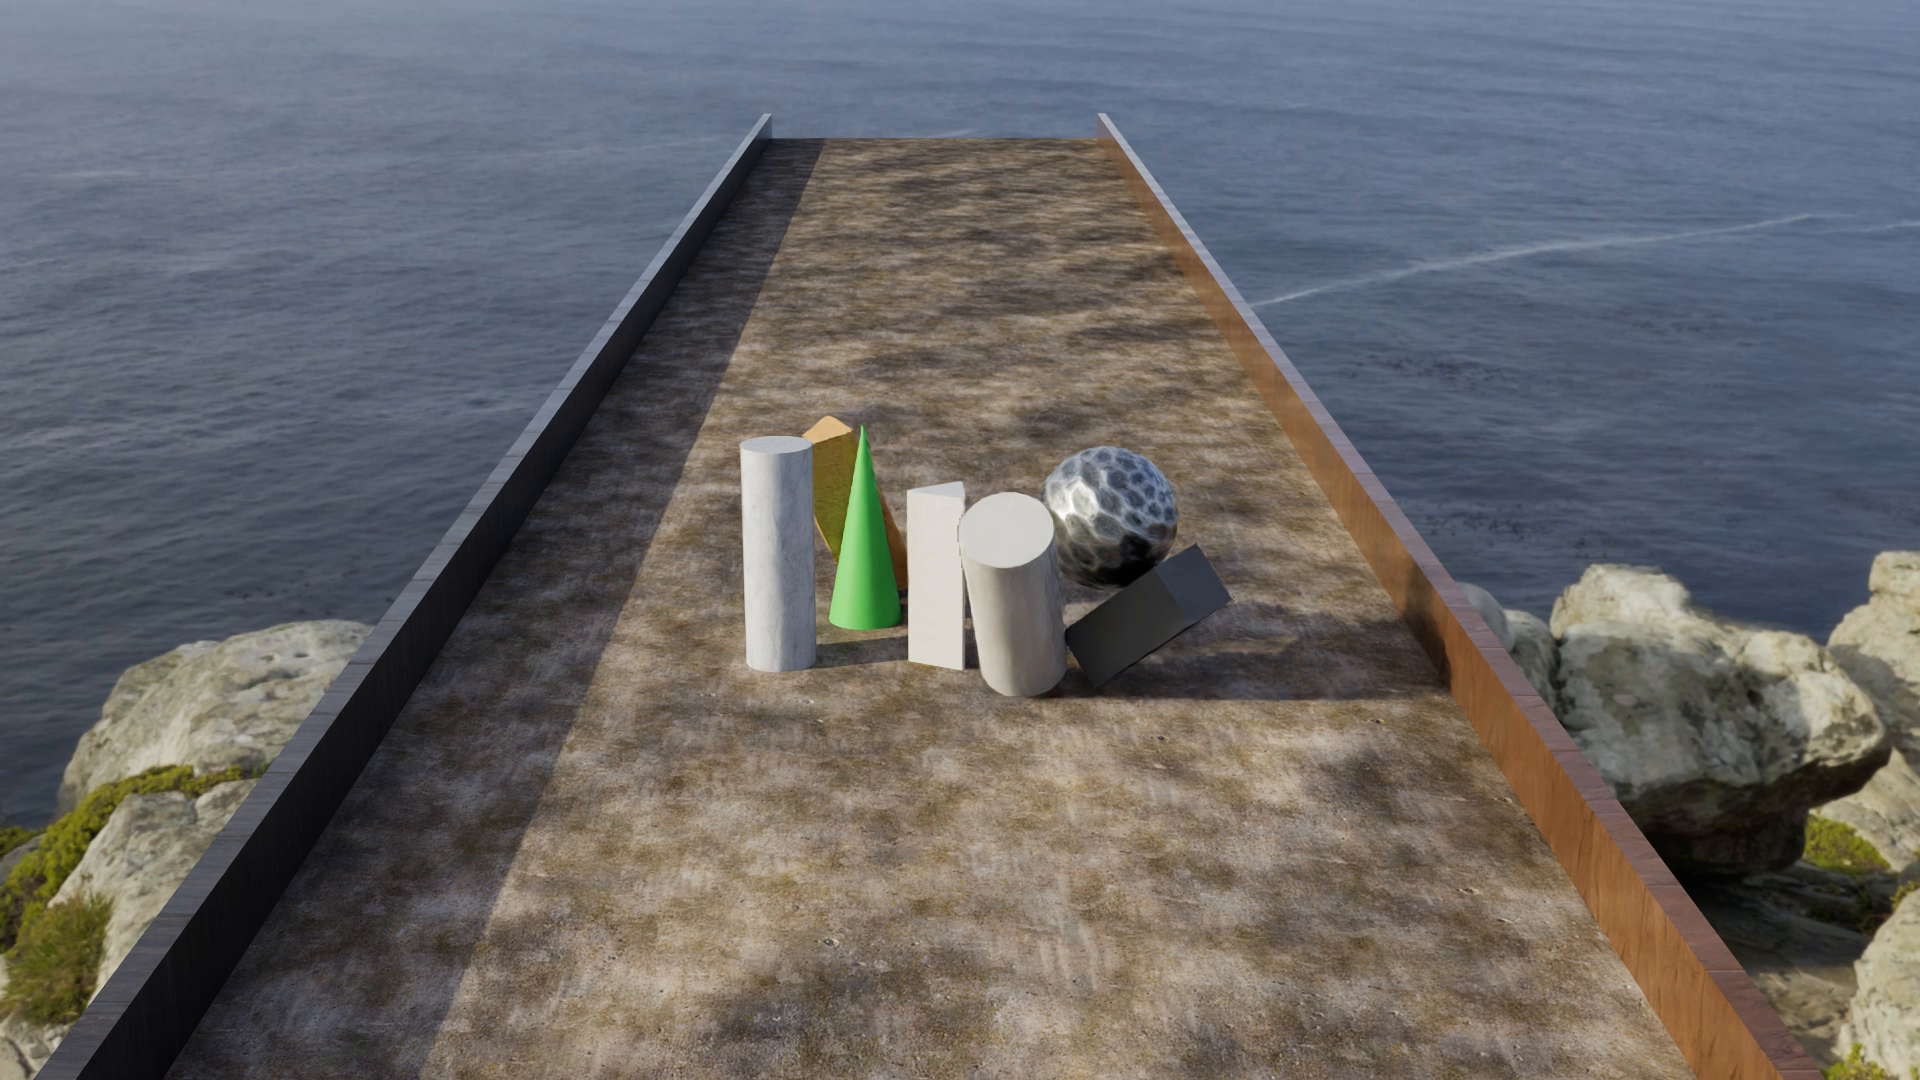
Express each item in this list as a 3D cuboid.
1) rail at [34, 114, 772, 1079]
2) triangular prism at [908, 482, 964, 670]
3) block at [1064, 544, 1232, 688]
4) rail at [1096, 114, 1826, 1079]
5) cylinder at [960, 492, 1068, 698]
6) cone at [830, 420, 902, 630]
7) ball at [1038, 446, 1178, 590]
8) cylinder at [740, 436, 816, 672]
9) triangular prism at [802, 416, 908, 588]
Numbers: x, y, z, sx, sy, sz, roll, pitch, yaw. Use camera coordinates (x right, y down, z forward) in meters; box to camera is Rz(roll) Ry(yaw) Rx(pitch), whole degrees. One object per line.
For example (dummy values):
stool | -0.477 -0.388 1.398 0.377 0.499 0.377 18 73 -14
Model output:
rail | -1.118 -0.838 7.780 0.050 0.150 12.000 0 17 -1
triangular prism | -0.023 0.066 4.383 0.126 0.354 0.109 8 19 26
block | 0.351 0.146 4.182 0.126 0.126 0.323 -27 -8 -39
rail | 0.932 -0.844 7.801 0.050 0.150 12.000 0 17 -1
cylinder | 0.103 0.108 4.096 0.170 0.418 0.170 -3 52 4
cone | -0.200 -0.044 4.609 0.157 0.436 0.157 0 17 0
ball | 0.283 -0.042 4.249 0.278 0.278 0.278 0 17 0
cylinder | -0.359 0.027 4.352 0.141 0.446 0.141 0 17 0
triangular prism | -0.222 -0.078 4.741 0.156 0.378 0.135 -17 24 15
